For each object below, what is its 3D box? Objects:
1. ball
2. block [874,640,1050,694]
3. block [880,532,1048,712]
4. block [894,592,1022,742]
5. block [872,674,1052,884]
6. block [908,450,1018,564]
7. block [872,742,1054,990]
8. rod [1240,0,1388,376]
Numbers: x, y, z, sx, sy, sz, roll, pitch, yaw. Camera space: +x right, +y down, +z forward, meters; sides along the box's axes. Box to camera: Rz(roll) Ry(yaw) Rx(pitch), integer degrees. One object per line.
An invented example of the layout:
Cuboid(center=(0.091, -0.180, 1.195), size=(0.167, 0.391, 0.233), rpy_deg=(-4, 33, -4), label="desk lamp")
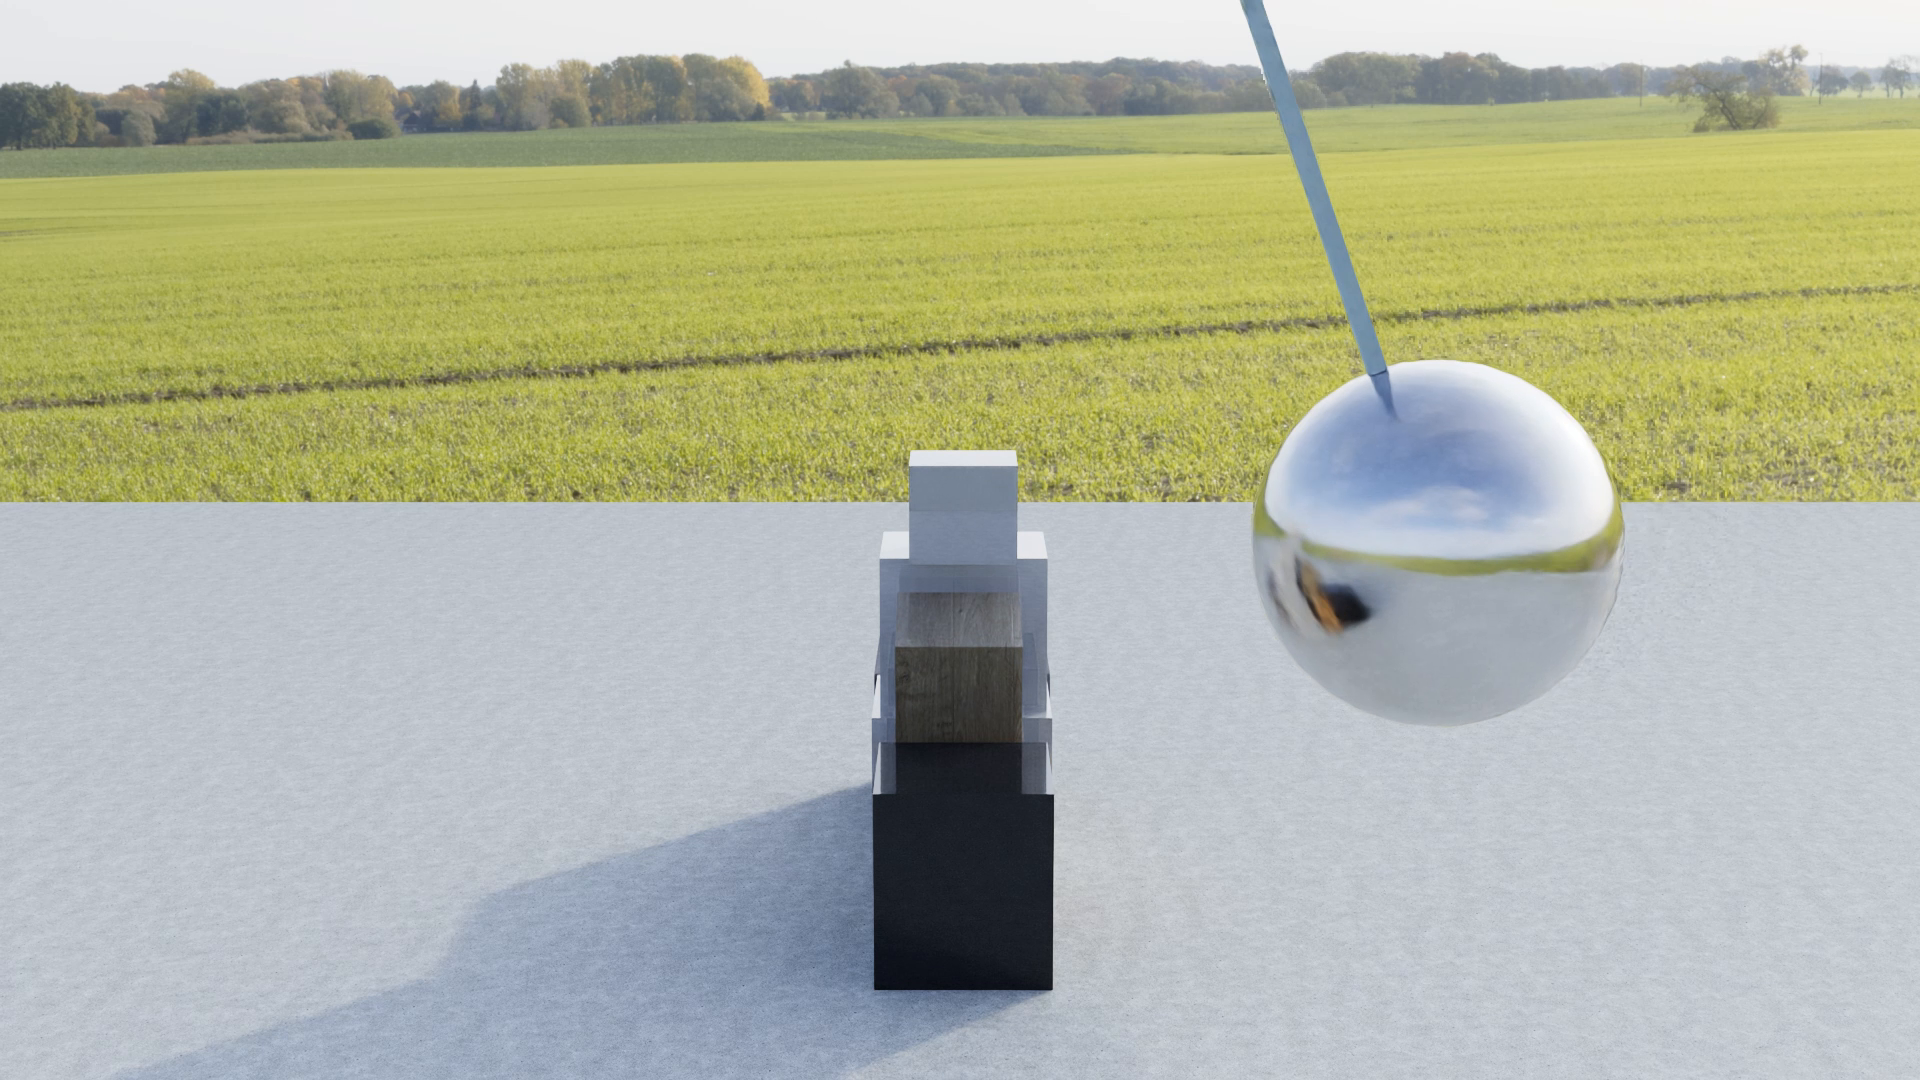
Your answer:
Cuboid(center=(2.074, 0.013, 11.183), size=(1.600, 1.600, 1.600), rpy_deg=(0, 10, 0), label="ball")
Cuboid(center=(0.010, 0.914, 12.437), size=(0.818, 0.753, 0.888), rpy_deg=(0, 10, 0), label="block")
Cuboid(center=(0.015, 0.357, 11.498), size=(0.729, 0.684, 0.656), rpy_deg=(0, 10, 0), label="block")
Cuboid(center=(-0.005, 0.583, 10.875), size=(0.526, 0.561, 0.488), rpy_deg=(0, 26, 0), label="block")
Cuboid(center=(0.009, 1.069, 11.592), size=(0.784, 0.750, 0.810), rpy_deg=(0, 10, 0), label="block")
Cuboid(center=(0.014, -0.145, 11.154), size=(0.463, 0.427, 0.451), rpy_deg=(0, 10, 0), label="block")
Cuboid(center=(0.014, 1.291, 10.266), size=(0.694, 0.788, 0.772), rpy_deg=(0, 10, 0), label="block")
Cuboid(center=(0.899, -3.126, 10.612), size=(0.080, 5.200, 0.080), rpy_deg=(-20, 10, 4), label="rod")
